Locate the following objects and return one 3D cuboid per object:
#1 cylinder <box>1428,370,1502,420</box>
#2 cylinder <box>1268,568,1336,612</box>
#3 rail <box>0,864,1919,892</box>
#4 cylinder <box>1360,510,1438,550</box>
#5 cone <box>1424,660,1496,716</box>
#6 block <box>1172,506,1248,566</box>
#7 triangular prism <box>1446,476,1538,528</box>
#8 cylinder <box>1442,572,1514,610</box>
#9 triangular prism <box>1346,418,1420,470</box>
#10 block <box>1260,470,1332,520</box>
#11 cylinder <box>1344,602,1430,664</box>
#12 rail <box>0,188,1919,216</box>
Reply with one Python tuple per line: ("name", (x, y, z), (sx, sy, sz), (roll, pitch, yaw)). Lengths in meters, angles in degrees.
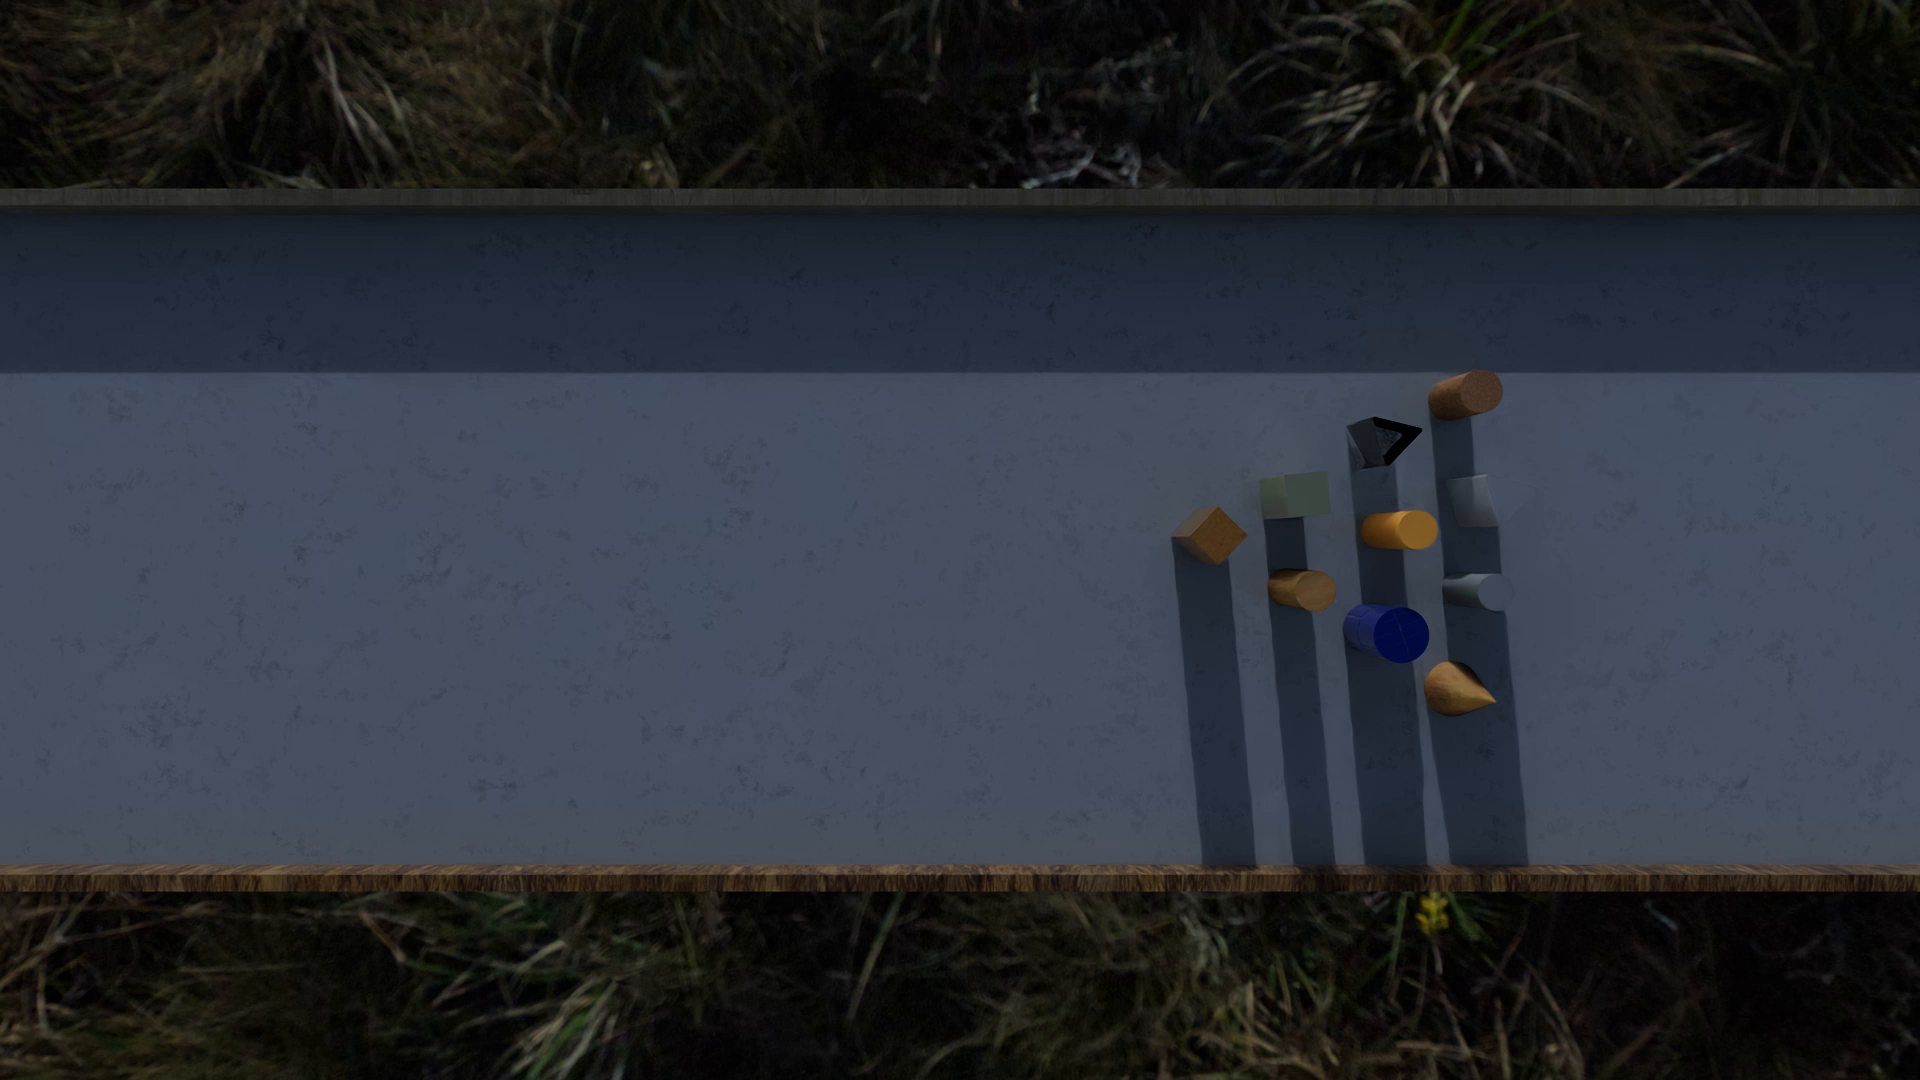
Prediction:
("cylinder", (1.504, -0.430, 4.917), (0.126, 0.318, 0.126), (0, 90, 0))
("cylinder", (1.005, 0.145, 4.866), (0.117, 0.421, 0.117), (0, 90, 0))
("rail", (-2.247, 1.025, 5.001), (12.000, 0.150, 0.050), (0, 90, 0))
("cylinder", (1.290, -0.029, 4.859), (0.111, 0.436, 0.111), (0, 90, 0))
("cone", (1.514, 0.458, 4.864), (0.173, 0.424, 0.173), (0, 90, 0))
("block", (0.735, -0.012, 4.882), (0.118, 0.389, 0.118), (44, 90, 0))
("triangular prism", (1.545, -0.138, 4.885), (0.131, 0.383, 0.152), (44, 90, 0))
("cylinder", (1.537, 0.150, 4.901), (0.107, 0.352, 0.107), (0, 90, 0))
("triangular prism", (1.234, -0.309, 4.910), (0.126, 0.332, 0.145), (44, 90, 0))
("block", (0.989, -0.130, 4.880), (0.122, 0.392, 0.122), (-6, 90, 0))
("cylinder", (1.258, 0.272, 4.888), (0.159, 0.376, 0.159), (0, 90, 0))
("rail", (-2.247, -1.025, 5.002), (12.000, 0.150, 0.050), (0, 90, 0))
